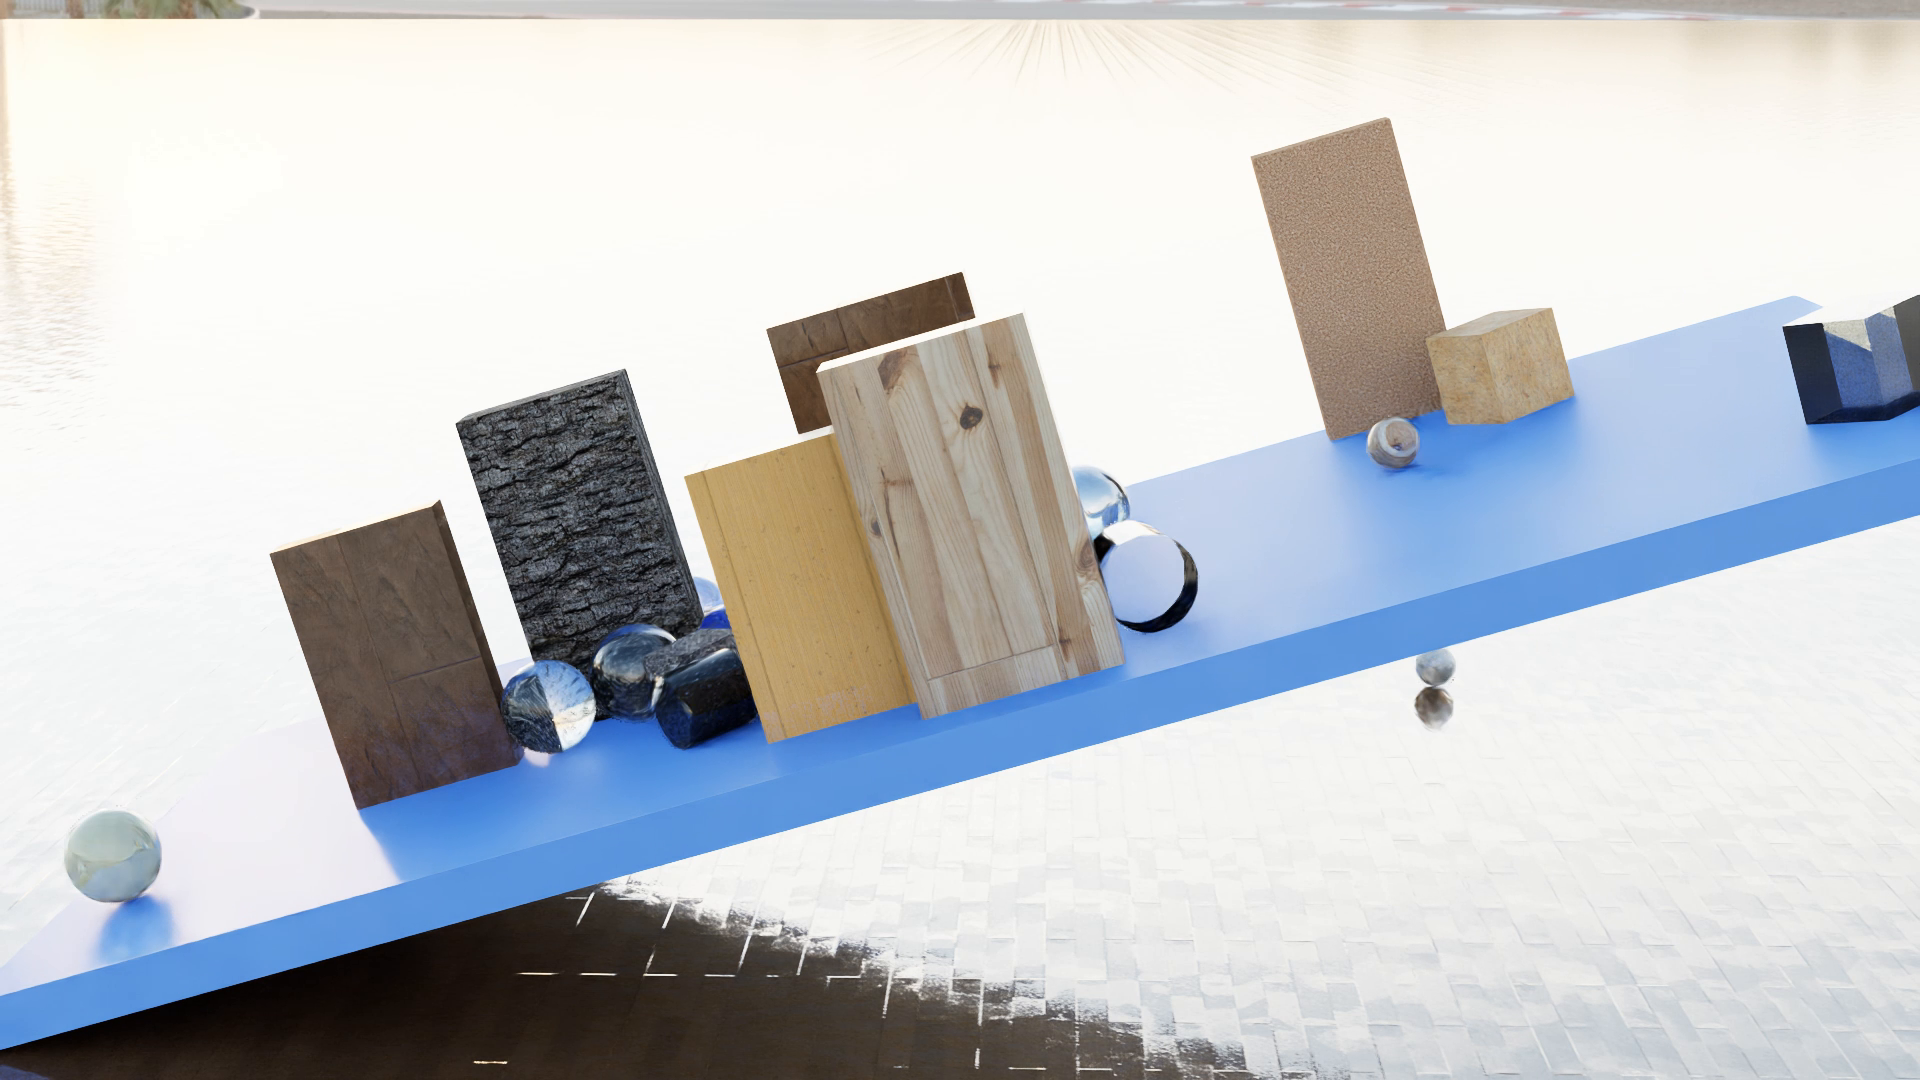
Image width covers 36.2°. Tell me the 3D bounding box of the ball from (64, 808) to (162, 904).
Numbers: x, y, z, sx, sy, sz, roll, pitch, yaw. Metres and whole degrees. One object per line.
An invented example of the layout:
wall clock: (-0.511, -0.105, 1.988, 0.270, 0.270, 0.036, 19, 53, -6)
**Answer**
ball: (-1.716, 0.639, 5.963, 0.194, 0.194, 0.194, 0, 11, 0)

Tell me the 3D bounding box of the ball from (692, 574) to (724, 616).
ball: (-0.615, 0.169, 6.784, 0.177, 0.177, 0.177, 0, 11, 0)

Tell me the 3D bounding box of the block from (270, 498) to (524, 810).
block: (-1.176, 0.241, 6.160, 0.356, 0.572, 0.090, -16, 10, 5)

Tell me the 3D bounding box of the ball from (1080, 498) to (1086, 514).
ball: (0.222, -0.058, 6.760, 0.137, 0.137, 0.137, 0, 11, 0)

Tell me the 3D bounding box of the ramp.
ramp: (0.091, 0.187, 6.320, 4.000, 0.100, 2.000, -16, 10, 5)

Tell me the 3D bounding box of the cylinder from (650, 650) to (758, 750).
cylinder: (-0.509, 0.316, 5.849, 0.155, 0.155, 0.155, -23, 21, -28)

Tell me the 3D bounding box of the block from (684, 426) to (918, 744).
block: (-0.297, 0.083, 5.653, 0.308, 0.543, 0.118, -16, 10, 5)

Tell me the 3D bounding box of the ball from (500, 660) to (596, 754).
ball: (-0.859, 0.348, 6.137, 0.196, 0.196, 0.196, 0, 11, 0)

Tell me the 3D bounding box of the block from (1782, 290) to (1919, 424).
block: (1.747, -0.352, 5.658, 0.201, 0.201, 0.201, -22, 11, -30)

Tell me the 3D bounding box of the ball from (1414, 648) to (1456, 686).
ball: (1.359, 0.357, 8.404, 0.119, 0.119, 0.119, 0, 11, 0)

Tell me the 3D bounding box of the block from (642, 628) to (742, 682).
block: (-0.522, 0.283, 6.041, 0.159, 0.159, 0.159, -25, 14, -41)

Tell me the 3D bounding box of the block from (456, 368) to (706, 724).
block: (-0.796, 0.023, 6.345, 0.361, 0.704, 0.139, -16, 10, 5)

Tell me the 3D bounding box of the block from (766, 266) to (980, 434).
block: (-0.108, -0.202, 6.474, 0.445, 0.694, 0.119, -16, 10, 5)

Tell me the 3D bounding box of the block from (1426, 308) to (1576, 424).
block: (1.236, -0.397, 6.735, 0.210, 0.210, 0.210, -21, 11, -25)

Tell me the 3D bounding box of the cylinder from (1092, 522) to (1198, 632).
cylinder: (0.348, 0.070, 5.686, 0.190, 0.190, 0.190, -2, 8, -8)

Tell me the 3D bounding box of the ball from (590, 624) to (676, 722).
ball: (-0.670, 0.278, 6.154, 0.207, 0.207, 0.207, 0, 11, 0)

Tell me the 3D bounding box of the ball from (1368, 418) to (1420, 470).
ball: (0.954, -0.213, 6.466, 0.114, 0.114, 0.114, 0, 11, 0)

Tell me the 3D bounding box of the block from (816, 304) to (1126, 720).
block: (0.024, -0.051, 5.459, 0.391, 0.679, 0.131, -16, 10, 5)

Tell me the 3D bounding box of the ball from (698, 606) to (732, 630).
ball: (-0.487, 0.211, 6.277, 0.147, 0.147, 0.147, 0, 11, 0)

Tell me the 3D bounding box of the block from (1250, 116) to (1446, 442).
block: (0.950, -0.622, 7.021, 0.334, 0.700, 0.105, -16, 10, 5)

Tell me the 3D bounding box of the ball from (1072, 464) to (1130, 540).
ball: (0.274, -0.066, 6.518, 0.206, 0.206, 0.206, 0, 11, 0)
